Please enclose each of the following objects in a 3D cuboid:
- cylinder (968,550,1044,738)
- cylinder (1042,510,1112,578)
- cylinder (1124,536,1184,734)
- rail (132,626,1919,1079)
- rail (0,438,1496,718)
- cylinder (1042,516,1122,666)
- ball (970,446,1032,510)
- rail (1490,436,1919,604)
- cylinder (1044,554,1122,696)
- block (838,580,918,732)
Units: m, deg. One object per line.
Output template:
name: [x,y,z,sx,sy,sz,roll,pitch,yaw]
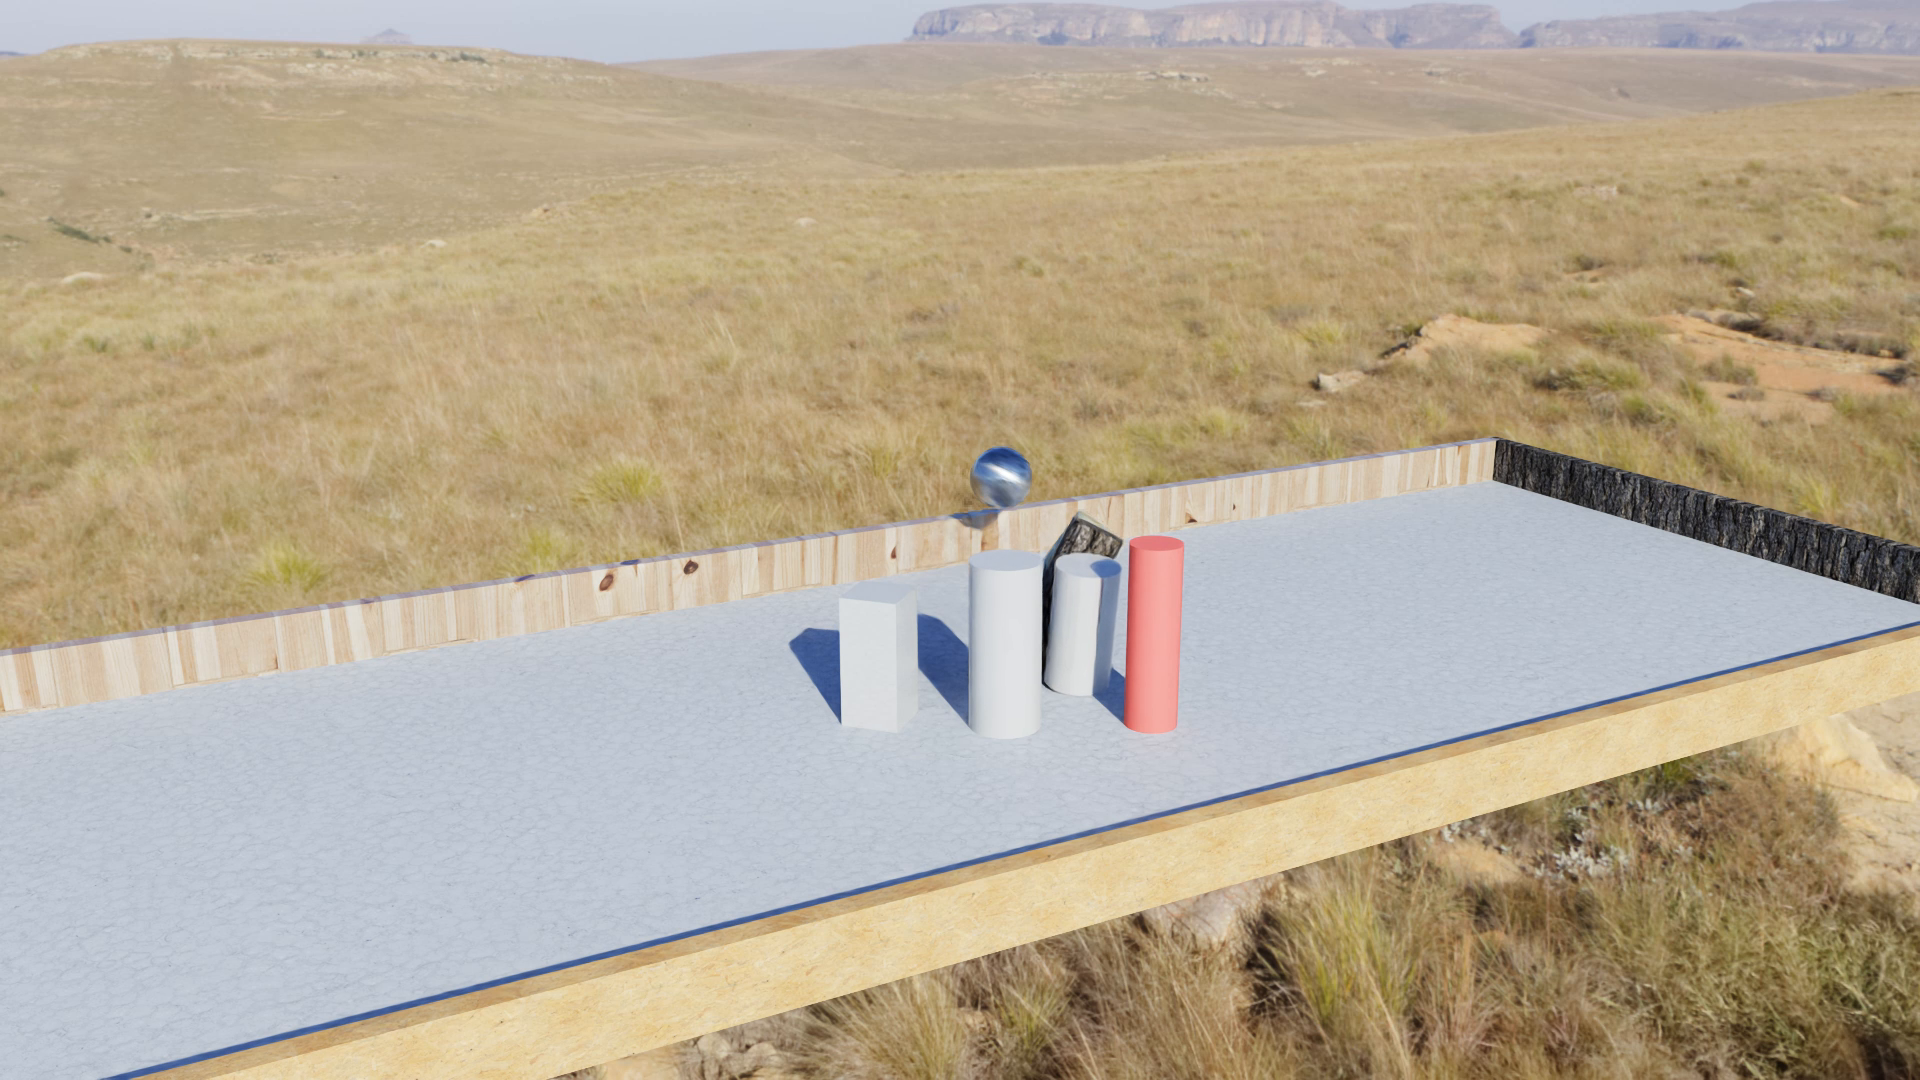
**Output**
cylinder: [0.105,0.240,3.822,0.171,0.404,0.171,0,16,0]
cylinder: [0.268,0.094,4.414,0.125,0.342,0.125,35,8,-6]
cylinder: [0.449,0.219,3.822,0.125,0.443,0.125,0,16,0]
rail: [-2.336,1.006,1.665,12.000,0.150,0.050,-9,18,-27]
rail: [-3.305,0.497,3.399,12.000,0.150,0.050,-9,18,-27]
cylinder: [0.271,0.135,4.209,0.141,0.364,0.141,26,7,-3]
ball: [0.121,-0.182,4.838,0.184,0.184,0.184,0,16,0]
rail: [2.466,-0.048,5.253,0.050,0.150,2.100,-9,18,-27]
cylinder: [0.302,0.208,4.066,0.163,0.313,0.163,4,21,-1]
block: [-0.189,0.272,3.871,0.140,0.315,0.140,5,17,18]
